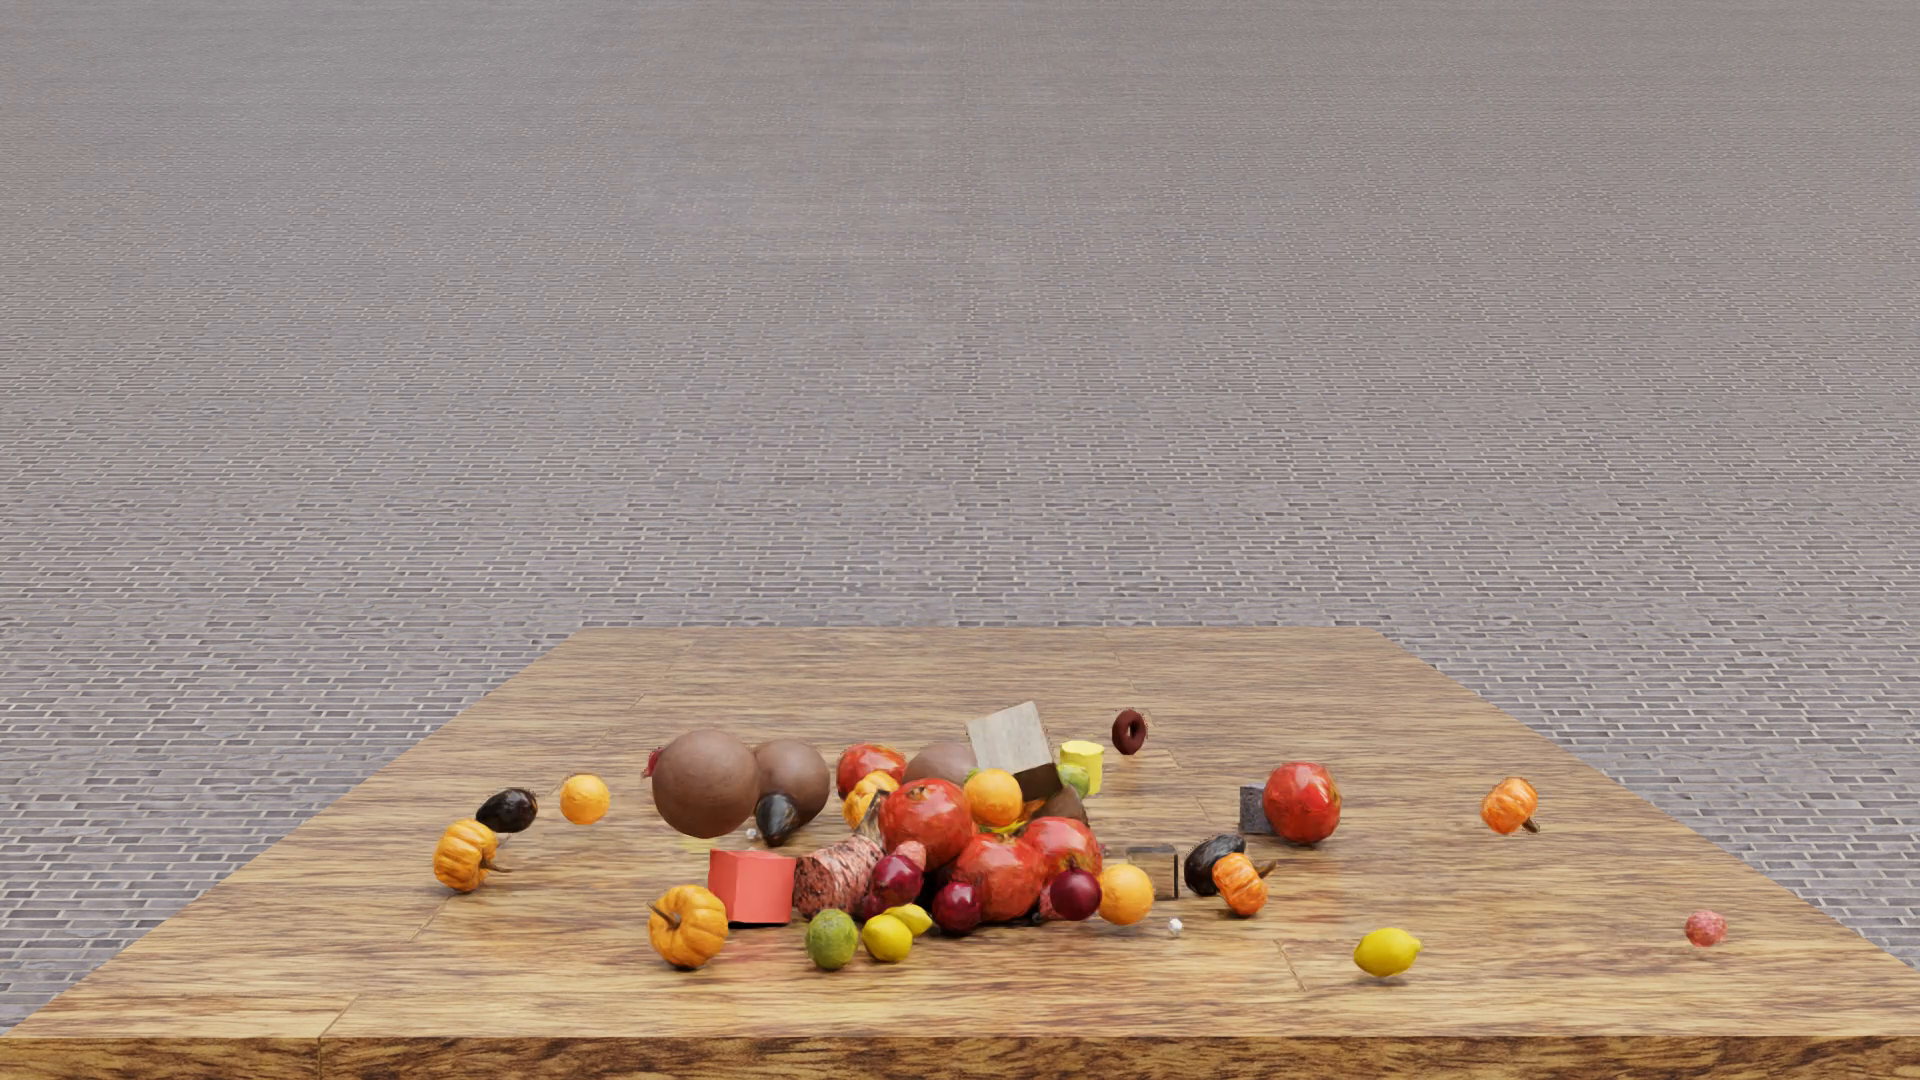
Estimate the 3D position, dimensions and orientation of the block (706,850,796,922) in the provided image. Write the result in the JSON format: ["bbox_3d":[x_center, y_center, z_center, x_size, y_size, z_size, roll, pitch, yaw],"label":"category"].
[{"bbox_3d":[-0.250,0.413,3.059,0.075,0.075,0.075,7,-2,-31],"label":"block"}]

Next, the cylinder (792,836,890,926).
[{"bbox_3d":[-0.144,0.407,3.067,0.086,0.086,0.086,18,24,41],"label":"cylinder"}]

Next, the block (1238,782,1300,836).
[{"bbox_3d":[0.441,0.382,3.657,0.064,0.064,0.064,2,2,31],"label":"block"}]

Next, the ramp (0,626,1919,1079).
[{"bbox_3d":[0.045,0.406,4.538,2.000,0.100,4.000,0,4,0],"label":"ramp"}]

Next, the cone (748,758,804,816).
[{"bbox_3d":[-0.294,0.385,3.824,0.088,0.088,0.088,10,35,26],"label":"cone"}]

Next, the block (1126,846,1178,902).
[{"bbox_3d":[0.240,0.417,3.208,0.058,0.058,0.058,0,4,-3],"label":"block"}]

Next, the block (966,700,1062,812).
[{"bbox_3d":[0.072,0.283,3.358,0.092,0.092,0.092,-18,59,2],"label":"block"}]

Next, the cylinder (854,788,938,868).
[{"bbox_3d":[-0.088,0.379,3.295,0.088,0.088,0.088,26,-14,7],"label":"cylinder"}]

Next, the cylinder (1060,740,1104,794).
[{"bbox_3d":[0.177,0.334,3.767,0.062,0.062,0.062,3,13,-1],"label":"cylinder"}]

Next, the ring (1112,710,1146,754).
[{"bbox_3d":[0.287,0.327,4.369,0.026,0.077,0.077,2,16,42],"label":"ring"}]

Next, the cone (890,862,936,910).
[{"bbox_3d":[-0.070,0.403,3.075,0.061,0.061,0.061,17,-19,40],"label":"cone"}]
